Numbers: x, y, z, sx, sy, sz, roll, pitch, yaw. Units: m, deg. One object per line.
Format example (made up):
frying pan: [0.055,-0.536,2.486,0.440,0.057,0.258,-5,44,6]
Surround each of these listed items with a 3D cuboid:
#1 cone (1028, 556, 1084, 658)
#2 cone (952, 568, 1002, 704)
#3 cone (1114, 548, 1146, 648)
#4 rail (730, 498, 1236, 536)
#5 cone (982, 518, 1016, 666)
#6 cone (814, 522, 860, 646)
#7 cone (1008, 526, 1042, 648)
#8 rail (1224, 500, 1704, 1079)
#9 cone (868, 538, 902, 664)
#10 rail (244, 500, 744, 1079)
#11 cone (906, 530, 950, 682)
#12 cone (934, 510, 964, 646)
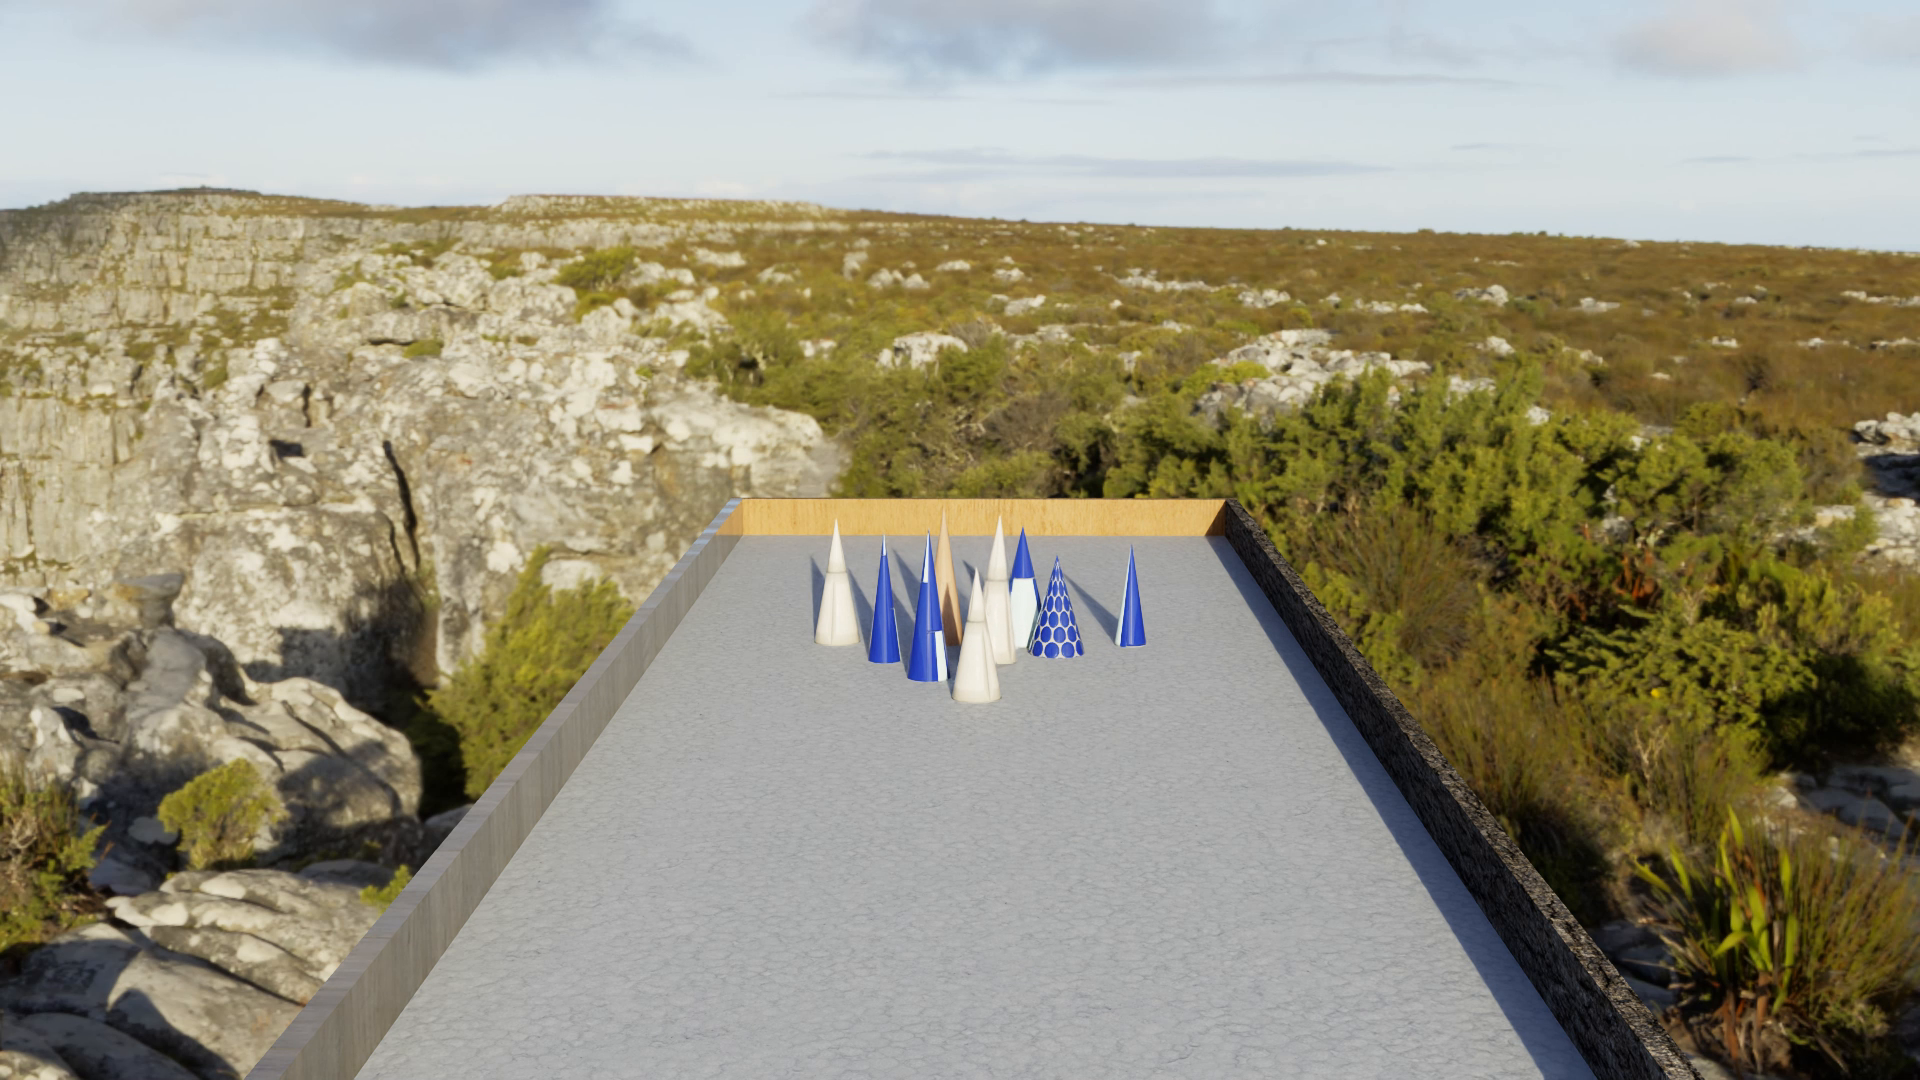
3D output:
cone: [0.299,0.197,6.789,0.177,0.307,0.177,0,9,0]
cone: [0.047,0.259,6.174,0.141,0.376,0.141,0,9,0]
cone: [0.538,0.169,6.912,0.101,0.323,0.101,0,9,0]
rail: [0.099,-0.098,9.147,2.100,0.150,0.050,0,9,1]
cone: [0.110,0.141,6.642,0.151,0.455,0.151,3,9,0]
cone: [-0.389,0.126,6.947,0.146,0.397,0.146,0,9,0]
cone: [0.198,0.138,6.944,0.179,0.373,0.179,0,9,0]
rail: [1.046,0.843,3.208,0.050,0.150,12.000,0,9,1]
cone: [-0.230,0.170,6.673,0.102,0.396,0.102,0,9,0]
rail: [-1.004,0.839,3.234,0.050,0.150,12.000,0,9,1]
cone: [-0.092,0.184,6.433,0.129,0.444,0.129,0,9,0]
cone: [-0.051,0.106,6.934,0.132,0.441,0.132,0,9,0]
